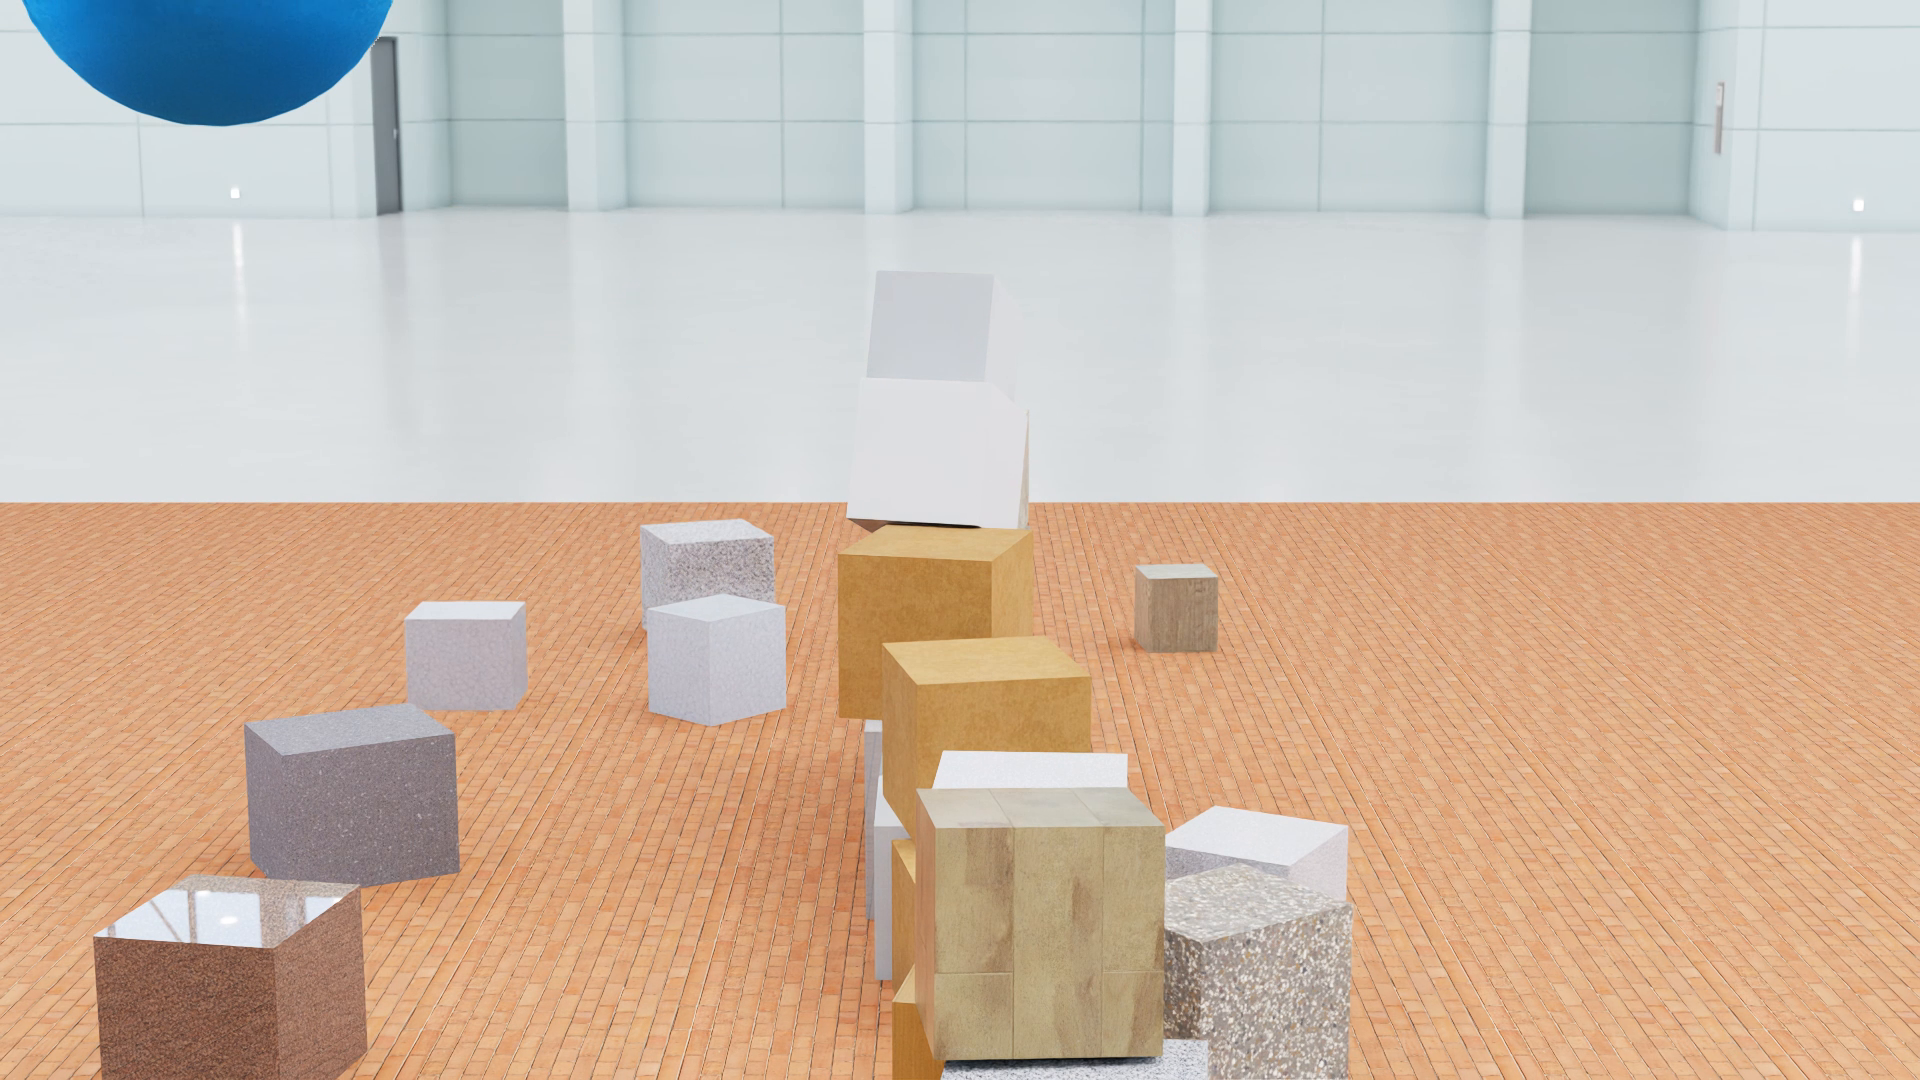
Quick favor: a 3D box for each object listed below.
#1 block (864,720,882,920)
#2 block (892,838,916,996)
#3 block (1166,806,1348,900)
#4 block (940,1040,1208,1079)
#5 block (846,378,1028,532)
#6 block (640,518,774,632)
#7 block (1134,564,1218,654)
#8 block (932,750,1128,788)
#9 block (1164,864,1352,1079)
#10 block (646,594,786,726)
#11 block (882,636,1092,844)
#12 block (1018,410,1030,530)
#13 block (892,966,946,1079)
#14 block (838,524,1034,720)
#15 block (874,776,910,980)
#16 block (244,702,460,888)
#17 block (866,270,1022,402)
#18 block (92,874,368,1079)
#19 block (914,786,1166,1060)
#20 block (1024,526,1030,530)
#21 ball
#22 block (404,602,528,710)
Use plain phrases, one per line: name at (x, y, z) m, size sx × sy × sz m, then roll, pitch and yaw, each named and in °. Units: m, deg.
block at (0.017, 1.125, 11.105) m, size 0.828 × 0.814 × 0.788 m, roll 0°, pitch 10°, yaw 0°
block at (0.069, 1.492, 9.673) m, size 0.565 × 0.603 × 0.602 m, roll -2°, pitch 10°, yaw -10°
block at (1.105, 1.442, 9.803) m, size 0.557 × 0.656 × 0.584 m, roll 6°, pitch 12°, yaw 29°
block at (0.309, 1.876, 7.099) m, size 0.732 × 0.769 × 0.753 m, roll 1°, pitch 10°, yaw 6°
block at (-0.095, -0.340, 11.786) m, size 0.613 × 0.645 × 0.704 m, roll 3°, pitch -9°, yaw 15°
block at (-1.597, 0.273, 16.194) m, size 0.672 × 0.670 × 0.713 m, roll -4°, pitch 11°, yaw -21°
block at (1.341, 0.422, 15.936) m, size 0.437 × 0.467 × 0.442 m, roll -1°, pitch 10°, yaw -7°
block at (0.226, 1.064, 8.218) m, size 0.609 × 0.620 × 0.646 m, roll 1°, pitch 10°, yaw 4°
block at (0.914, 1.584, 9.002) m, size 0.696 × 0.662 × 0.578 m, roll -7°, pitch 13°, yaw -35°
block at (-1.354, 0.661, 14.299) m, size 0.510 × 0.584 × 0.572 m, roll 9°, pitch 14°, yaw 41°
block at (0.092, 0.774, 10.041) m, size 0.673 × 0.631 × 0.730 m, roll -2°, pitch 11°, yaw -12°
block at (0.025, -0.319, 12.610) m, size 0.557 × 0.573 × 0.589 m, roll 2°, pitch 12°, yaw 8°
block at (0.163, 1.709, 8.288) m, size 0.632 × 0.673 × 0.705 m, roll 2°, pitch 10°, yaw 10°
block at (-0.094, 0.354, 11.096) m, size 0.665 × 0.706 × 0.769 m, roll 3°, pitch 11°, yaw 14°
block at (0.008, 1.353, 10.370) m, size 0.686 × 0.627 × 0.728 m, roll 0°, pitch 10°, yaw 0°
block at (-2.717, 1.150, 11.455) m, size 0.764 × 0.639 × 0.646 m, roll -6°, pitch 12°, yaw -29°
block at (-0.068, -0.903, 12.129) m, size 0.560 × 0.567 × 0.665 m, roll 3°, pitch -9°, yaw 13°
block at (-2.543, 1.599, 9.005) m, size 0.657 × 0.631 × 0.696 m, roll 2°, pitch 10°, yaw 11°
block at (0.217, 1.098, 7.468) m, size 0.642 × 0.649 × 0.690 m, roll 0°, pitch 4°, yaw -6°
block at (-0.008, 0.313, 12.590) m, size 0.701 × 0.653 × 0.627 m, roll 0°, pitch 12°, yaw 1°
ball at (-3.149, -2.536, 10.719) m, size 1.600 × 1.600 × 1.600 m, roll 0°, pitch 10°, yaw 0°
block at (-2.791, 0.651, 14.539) m, size 0.594 × 0.517 × 0.485 m, roll 0°, pitch 10°, yaw 0°
